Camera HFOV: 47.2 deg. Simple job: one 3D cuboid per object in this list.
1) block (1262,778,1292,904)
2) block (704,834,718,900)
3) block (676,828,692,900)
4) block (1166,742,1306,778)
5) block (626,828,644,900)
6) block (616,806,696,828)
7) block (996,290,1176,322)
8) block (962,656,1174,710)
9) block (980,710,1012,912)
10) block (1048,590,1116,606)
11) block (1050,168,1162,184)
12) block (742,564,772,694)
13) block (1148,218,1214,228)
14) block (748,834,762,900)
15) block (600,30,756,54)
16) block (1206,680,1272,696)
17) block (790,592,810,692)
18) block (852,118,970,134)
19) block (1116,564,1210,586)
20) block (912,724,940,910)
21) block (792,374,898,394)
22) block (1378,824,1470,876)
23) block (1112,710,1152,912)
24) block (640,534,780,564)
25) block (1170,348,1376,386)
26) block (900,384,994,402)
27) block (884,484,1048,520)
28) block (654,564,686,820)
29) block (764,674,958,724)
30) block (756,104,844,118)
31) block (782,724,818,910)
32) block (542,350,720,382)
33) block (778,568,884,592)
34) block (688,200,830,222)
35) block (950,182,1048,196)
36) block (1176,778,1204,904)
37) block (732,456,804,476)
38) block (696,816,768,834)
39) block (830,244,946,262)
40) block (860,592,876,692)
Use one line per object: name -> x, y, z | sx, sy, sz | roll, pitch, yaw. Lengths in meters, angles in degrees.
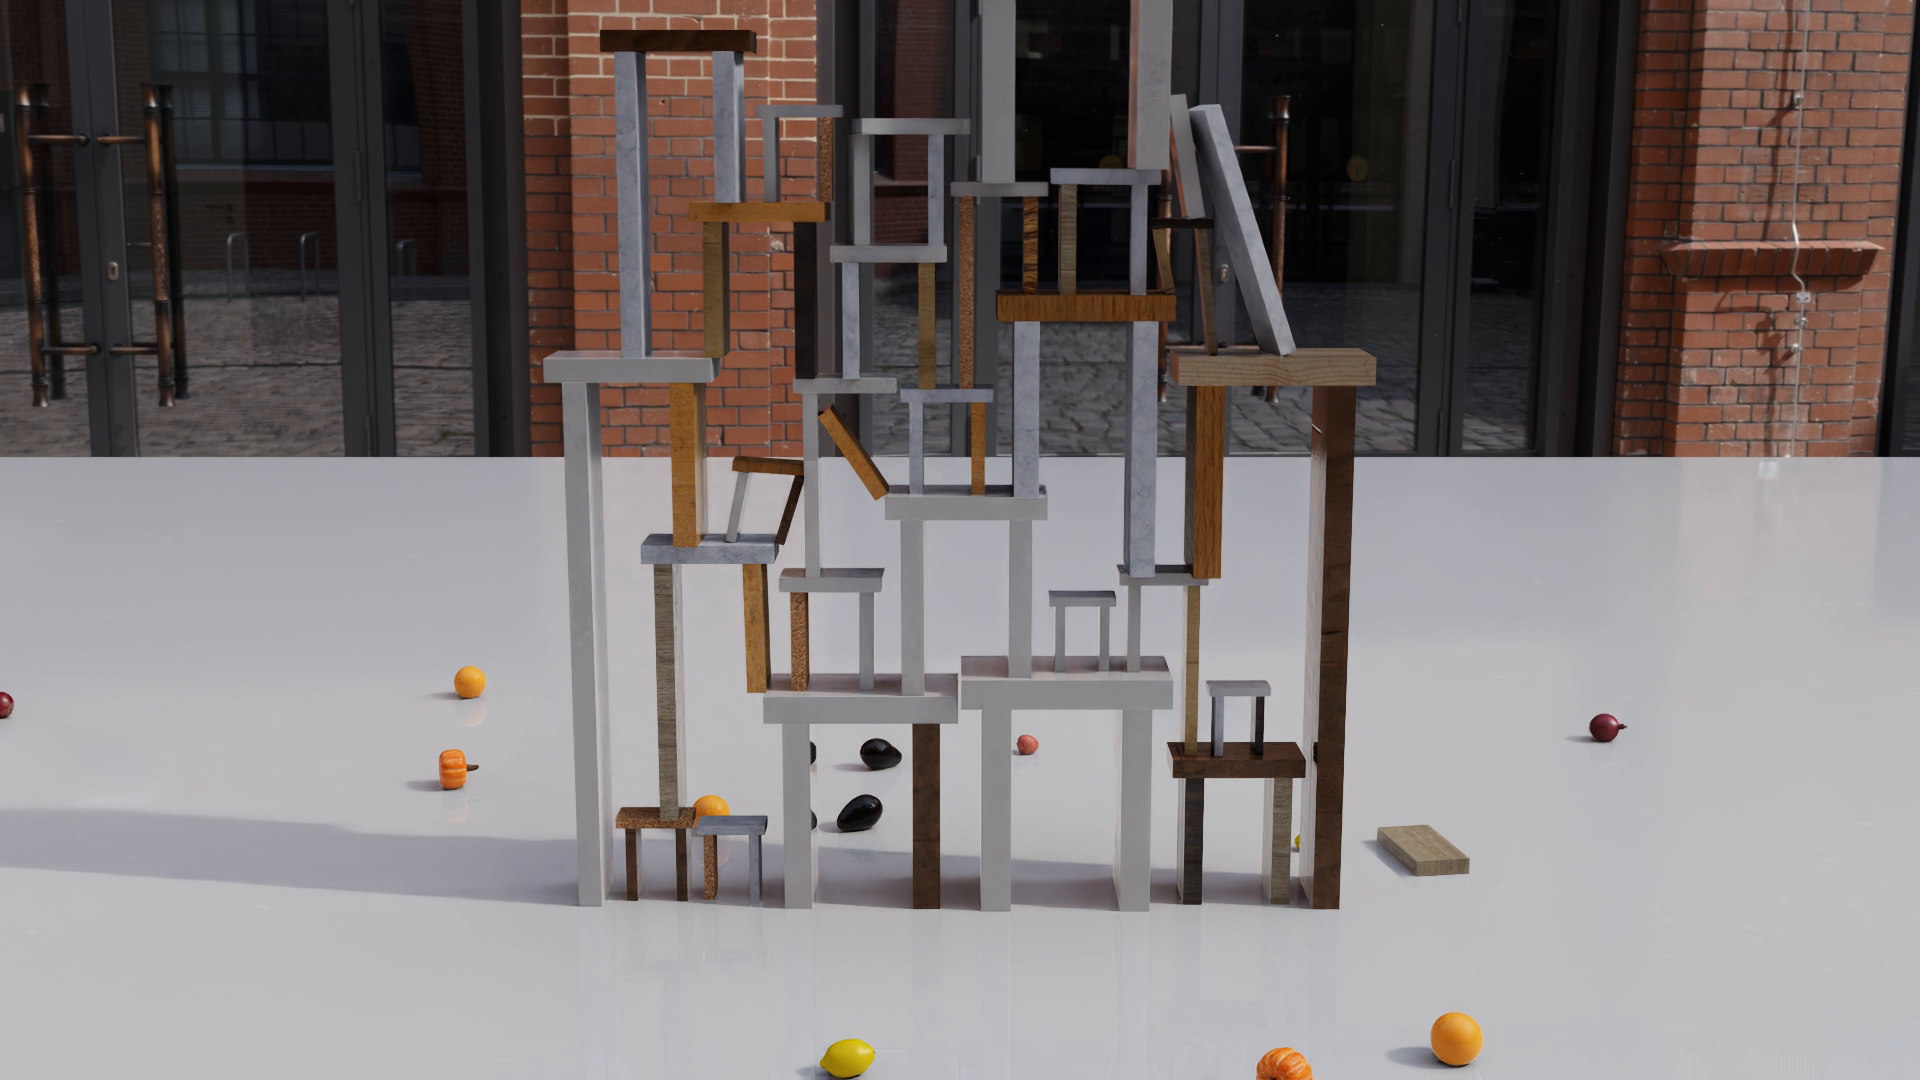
block -> 0.526, 0.484, 3.650 | 0.031, 0.216, 0.108 | 0, 11, 0
block -> -0.414, 0.535, 3.657 | 0.016, 0.112, 0.056 | 0, 11, 0
block -> -0.459, 0.530, 3.653 | 0.018, 0.124, 0.062 | 0, 11, 0
block -> 0.454, 0.363, 3.627 | 0.216, 0.031, 0.108 | 0, 11, 0
block -> -0.541, 0.530, 3.653 | 0.018, 0.124, 0.062 | 0, 11, 0
block -> -0.503, 0.460, 3.641 | 0.124, 0.018, 0.062 | 0, 11, 0
block -> 0.197, -0.373, 3.492 | 0.278, 0.039, 0.139 | 0, 11, 0
block -> 0.171, 0.233, 3.602 | 0.339, 0.048, 0.170 | 0, 11, 0
block -> 0.058, 0.423, 3.638 | 0.048, 0.339, 0.170 | 0, 11, 0
block -> 0.198, 0.095, 3.578 | 0.108, 0.015, 0.054 | 0, 11, 0
block -> 0.227, -0.571, 3.452 | 0.170, 0.024, 0.085 | 0, 11, 0
block -> -0.331, 0.133, 3.589 | 0.030, 0.212, 0.106 | -1, 11, 0
block -> 0.346, -0.500, 3.469 | 0.102, 0.014, 0.051 | 0, 11, -1
block -> -0.340, 0.535, 3.657 | 0.016, 0.112, 0.056 | 0, 11, 0
block -> -0.435, -0.773, 3.412 | 0.229, 0.032, 0.114 | 0, 11, 0
block -> 0.456, 0.243, 3.602 | 0.100, 0.014, 0.050 | 0, 11, -1
block -> -0.261, 0.157, 3.591 | 0.023, 0.166, 0.083 | 0, 11, 0
block -> -0.077, -0.645, 3.428 | 0.171, 0.024, 0.086 | -2, 11, -13
block -> 0.329, 0.057, 3.574 | 0.144, 0.020, 0.072 | 0, 11, 0
block -> -0.055, 0.436, 3.643 | 0.044, 0.313, 0.157 | 0, 11, -1
block -> -0.182, -0.250, 3.508 | 0.163, 0.023, 0.081 | 0, 11, 0
block -> 0.810, 0.543, 3.850 | 0.095, 0.027, 0.191 | -2, 11, -10
block -> 0.285, 0.423, 3.638 | 0.048, 0.339, 0.170 | 0, 11, 0
block -> -0.404, 0.014, 3.567 | 0.212, 0.030, 0.106 | 0, 11, 0
block -> 0.496, -0.277, 3.509 | 0.308, 0.044, 0.154 | 0, 11, 0
block -> -0.020, -0.235, 3.514 | 0.148, 0.021, 0.074 | 0, 11, 1
block -> 0.010, -0.061, 3.544 | 0.257, 0.036, 0.129 | 0, 11, 0
block -> -0.475, 0.239, 3.609 | 0.030, 0.428, 0.106 | 0, 11, 1
block -> -0.160, 0.259, 3.612 | 0.313, 0.044, 0.157 | 0, 11, 0
block -> -0.250, -0.670, 3.438 | 0.131, 0.018, 0.065 | 0, 11, 2
block -> -0.264, 0.435, 3.644 | 0.044, 0.313, 0.157 | 0, 11, 0
block -> -0.522, -0.277, 3.511 | 0.263, 0.037, 0.131 | 0, 11, 0
block -> -0.207, 0.065, 3.566 | 0.166, 0.023, 0.083 | 0, 11, 1
block -> -0.314, -0.518, 3.467 | 0.211, 0.030, 0.106 | 0, 11, 2
block -> 0.062, -0.553, 3.459 | 0.152, 0.022, 0.076 | 0, 11, 0
block -> 0.382, 0.484, 3.649 | 0.031, 0.216, 0.108 | 0, 11, 0
block -> -0.306, -0.120, 3.541 | 0.115, 0.016, 0.058 | 4, 11, -1
block -> -0.377, 0.473, 3.646 | 0.112, 0.016, 0.056 | 0, 11, 0
block -> -0.112, -0.454, 3.474 | 0.182, 0.026, 0.091 | 0, 11, 0
block -> -0.151, 0.156, 3.591 | 0.023, 0.166, 0.083 | 0, 11, 0
